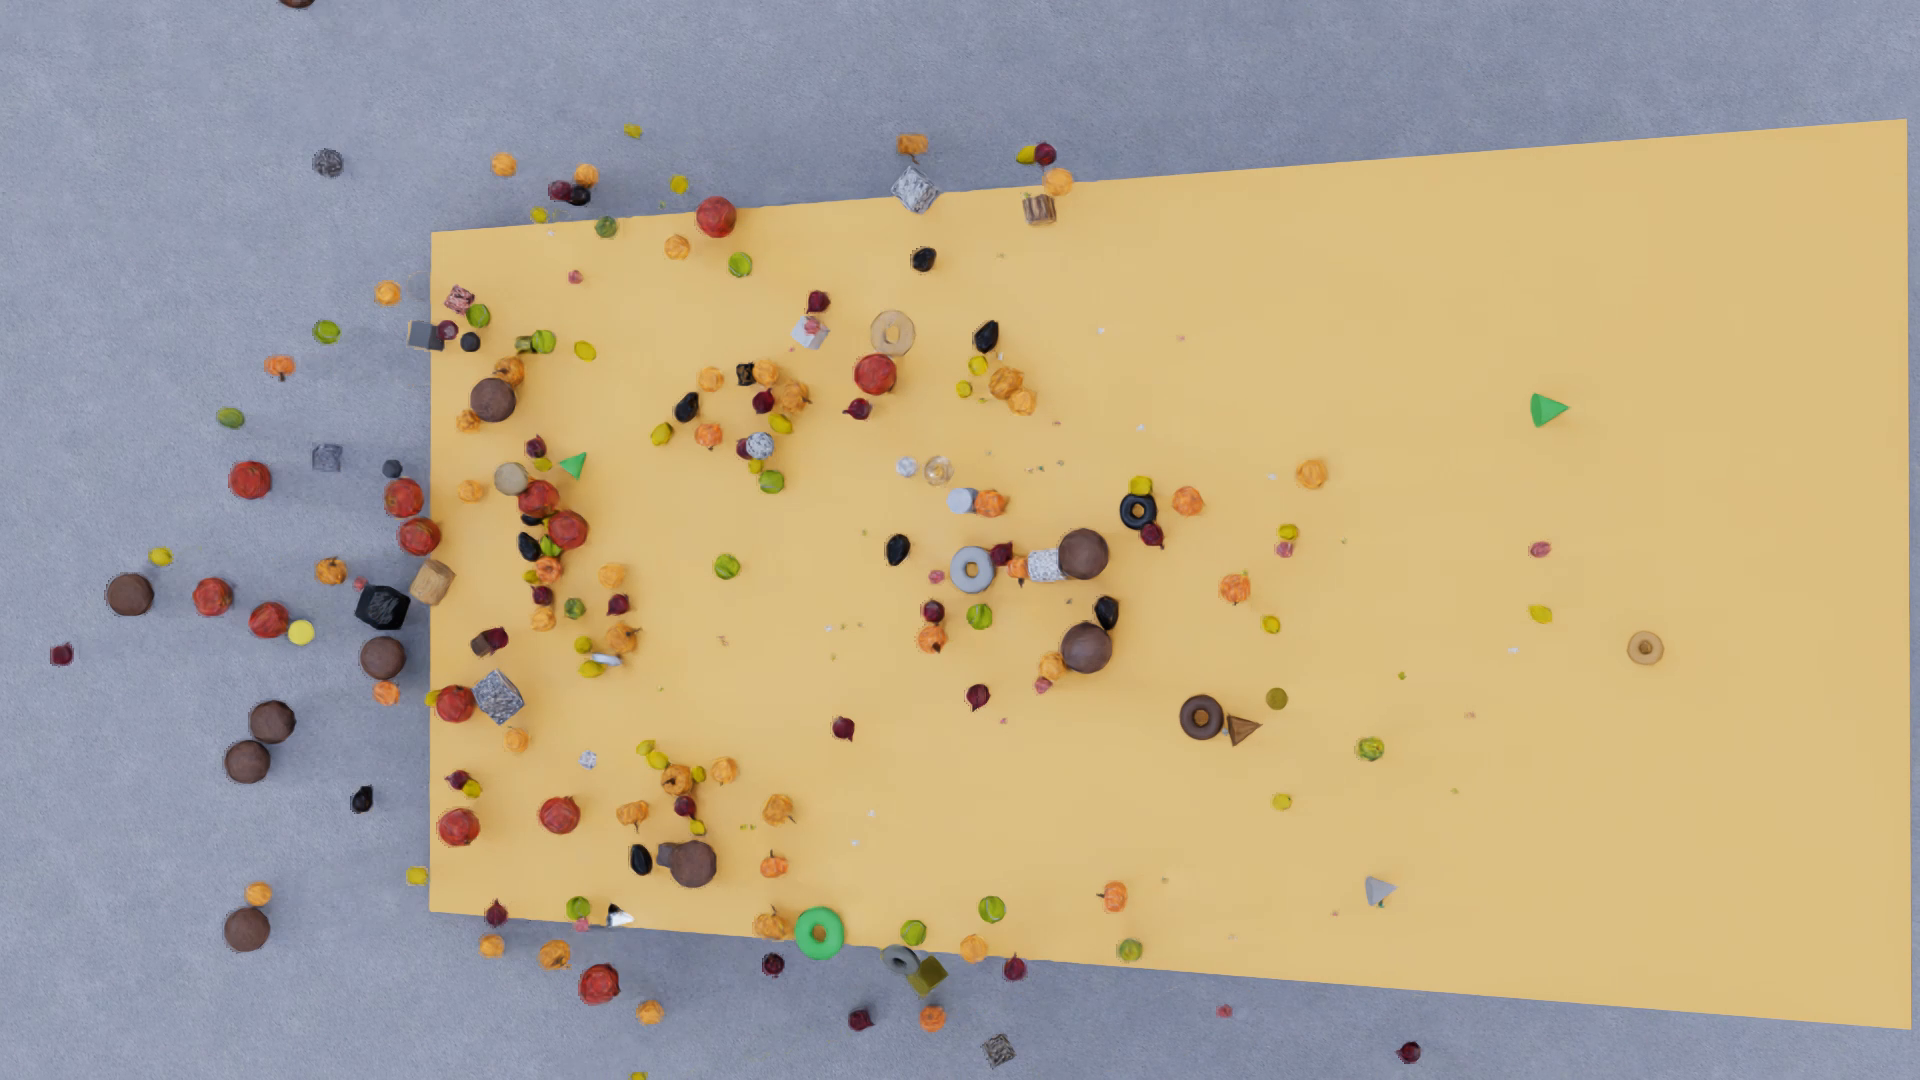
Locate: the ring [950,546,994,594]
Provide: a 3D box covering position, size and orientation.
[{"bbox_3d":[0.031,0.077,5.736,0.126,0.042,0.126,0,89,26],"label":"ring"}]

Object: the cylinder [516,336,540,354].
[{"bbox_3d":[-1.240,-0.559,6.313,0.052,0.052,0.052,0,89,24],"label":"cylinder"}]

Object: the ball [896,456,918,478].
[{"bbox_3d":[-0.139,-0.193,5.791,0.056,0.056,0.056,0,89,0],"label":"ball"}]

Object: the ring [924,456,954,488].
[{"bbox_3d":[-0.055,-0.180,5.786,0.083,0.028,0.083,0,90,25],"label":"ring"}]

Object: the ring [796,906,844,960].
[{"bbox_3d":[-0.377,1.056,5.906,0.146,0.049,0.146,-1,89,26],"label":"ring"}]

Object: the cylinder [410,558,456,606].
[{"bbox_3d":[-1.539,0.123,6.414,0.098,0.098,0.098,32,102,0],"label":"cylinder"}]

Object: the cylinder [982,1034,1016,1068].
[{"bbox_3d":[0.105,1.357,5.849,0.066,0.066,0.066,-28,73,0],"label":"cylinder"}]

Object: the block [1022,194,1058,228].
[{"bbox_3d":[0.205,-0.847,5.657,0.062,0.062,0.062,-11,85,24],"label":"block"}]

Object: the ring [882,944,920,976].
[{"bbox_3d":[-0.157,1.113,5.833,0.106,0.106,0.035,29,49,0],"label":"ring"}]

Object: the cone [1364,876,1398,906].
[{"bbox_3d":[1.020,0.838,5.284,0.074,0.074,0.074,-9,89,-7],"label":"cone"}]

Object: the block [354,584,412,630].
[{"bbox_3d":[-1.705,0.198,6.495,0.099,0.099,0.099,27,100,27],"label":"block"}]

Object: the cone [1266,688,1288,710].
[{"bbox_3d":[0.769,0.391,5.390,0.057,0.057,0.057,0,89,24],"label":"cone"}]

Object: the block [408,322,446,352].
[{"bbox_3d":[-1.561,-0.597,6.448,0.072,0.072,0.072,12,94,24],"label":"block"}]

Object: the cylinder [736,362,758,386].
[{"bbox_3d":[-0.584,-0.452,6.014,0.052,0.052,0.052,-10,81,0],"label":"cylinder"}]

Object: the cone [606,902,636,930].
[{"bbox_3d":[-0.947,1.060,6.171,0.078,0.078,0.078,9,89,-3],"label":"cone"}]

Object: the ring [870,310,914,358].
[{"bbox_3d":[-0.179,-0.546,5.838,0.131,0.044,0.131,0,90,23],"label":"ring"}]

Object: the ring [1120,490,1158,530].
[{"bbox_3d":[0.450,-0.074,5.553,0.101,0.034,0.101,0,91,24],"label":"ring"}]

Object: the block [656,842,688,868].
[{"bbox_3d":[-0.799,0.873,6.094,0.057,0.057,0.057,9,93,24],"label":"block"}]

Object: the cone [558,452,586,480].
[{"bbox_3d":[-1.085,-0.223,6.242,0.077,0.077,0.077,42,86,0],"label":"cone"}]

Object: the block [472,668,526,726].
[{"bbox_3d":[-1.316,0.448,6.271,0.096,0.096,0.096,-39,130,-2],"label":"block"}]

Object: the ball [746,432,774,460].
[{"bbox_3d":[-0.541,-0.256,5.959,0.077,0.077,0.077,0,89,0],"label":"ball"}]

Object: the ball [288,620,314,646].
[{"bbox_3d":[-1.956,0.275,6.530,0.075,0.075,0.075,0,89,0],"label":"ball"}]

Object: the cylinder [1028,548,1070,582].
[{"bbox_3d":[0.228,0.064,5.624,0.083,0.083,0.083,-6,89,24],"label":"cylinder"}]

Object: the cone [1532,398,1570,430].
[{"bbox_3d":[1.384,-0.306,5.130,0.081,0.081,0.081,-16,89,14],"label":"cone"}]

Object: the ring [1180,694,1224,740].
[{"bbox_3d":[0.601,0.442,5.476,0.115,0.038,0.115,0,89,23],"label":"ring"}]

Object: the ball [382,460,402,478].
[{"bbox_3d":[-1.683,-0.211,6.515,0.058,0.058,0.058,0,89,0],"label":"ball"}]

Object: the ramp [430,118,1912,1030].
[{"bbox_3d":[0.283,0.083,5.699,4.000,0.100,2.000,0,89,24],"label":"ramp"}]

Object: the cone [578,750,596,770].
[{"bbox_3d":[-1.066,0.625,6.218,0.056,0.056,0.056,0,89,24],"label":"cone"}]

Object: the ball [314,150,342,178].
[{"bbox_3d":[-1.880,-1.118,6.544,0.079,0.079,0.079,0,89,0],"label":"ball"}]

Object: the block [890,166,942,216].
[{"bbox_3d":[-0.116,-0.919,5.792,0.083,0.083,0.083,47,107,18],"label":"block"}]

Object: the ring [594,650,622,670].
[{"bbox_3d":[-0.989,0.336,6.169,0.084,0.084,0.028,26,65,0],"label":"ring"}]

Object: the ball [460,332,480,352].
[{"bbox_3d":[-1.423,-0.574,6.392,0.059,0.059,0.059,0,89,0],"label":"ball"}]

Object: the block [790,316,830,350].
[{"bbox_3d":[-0.404,-0.559,5.928,0.064,0.064,0.064,40,105,20],"label":"block"}]

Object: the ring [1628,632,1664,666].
[{"bbox_3d":[1.572,0.249,5.044,0.081,0.027,0.081,-1,87,24],"label":"ring"}]

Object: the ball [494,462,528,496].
[{"bbox_3d":[-1.254,-0.171,6.148,0.097,0.097,0.097,0,89,0],"label":"ball"}]

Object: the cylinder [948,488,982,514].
[{"bbox_3d":[0.012,-0.101,5.731,0.070,0.070,0.070,0,89,24],"label":"cylinder"}]

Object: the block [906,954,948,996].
[{"bbox_3d":[-0.092,1.218,6.148,0.073,0.073,0.073,-31,75,-35],"label":"block"}]

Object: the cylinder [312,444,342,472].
[{"bbox_3d":[-1.876,-0.243,6.514,0.081,0.081,0.081,6,90,0],"label":"cylinder"}]
